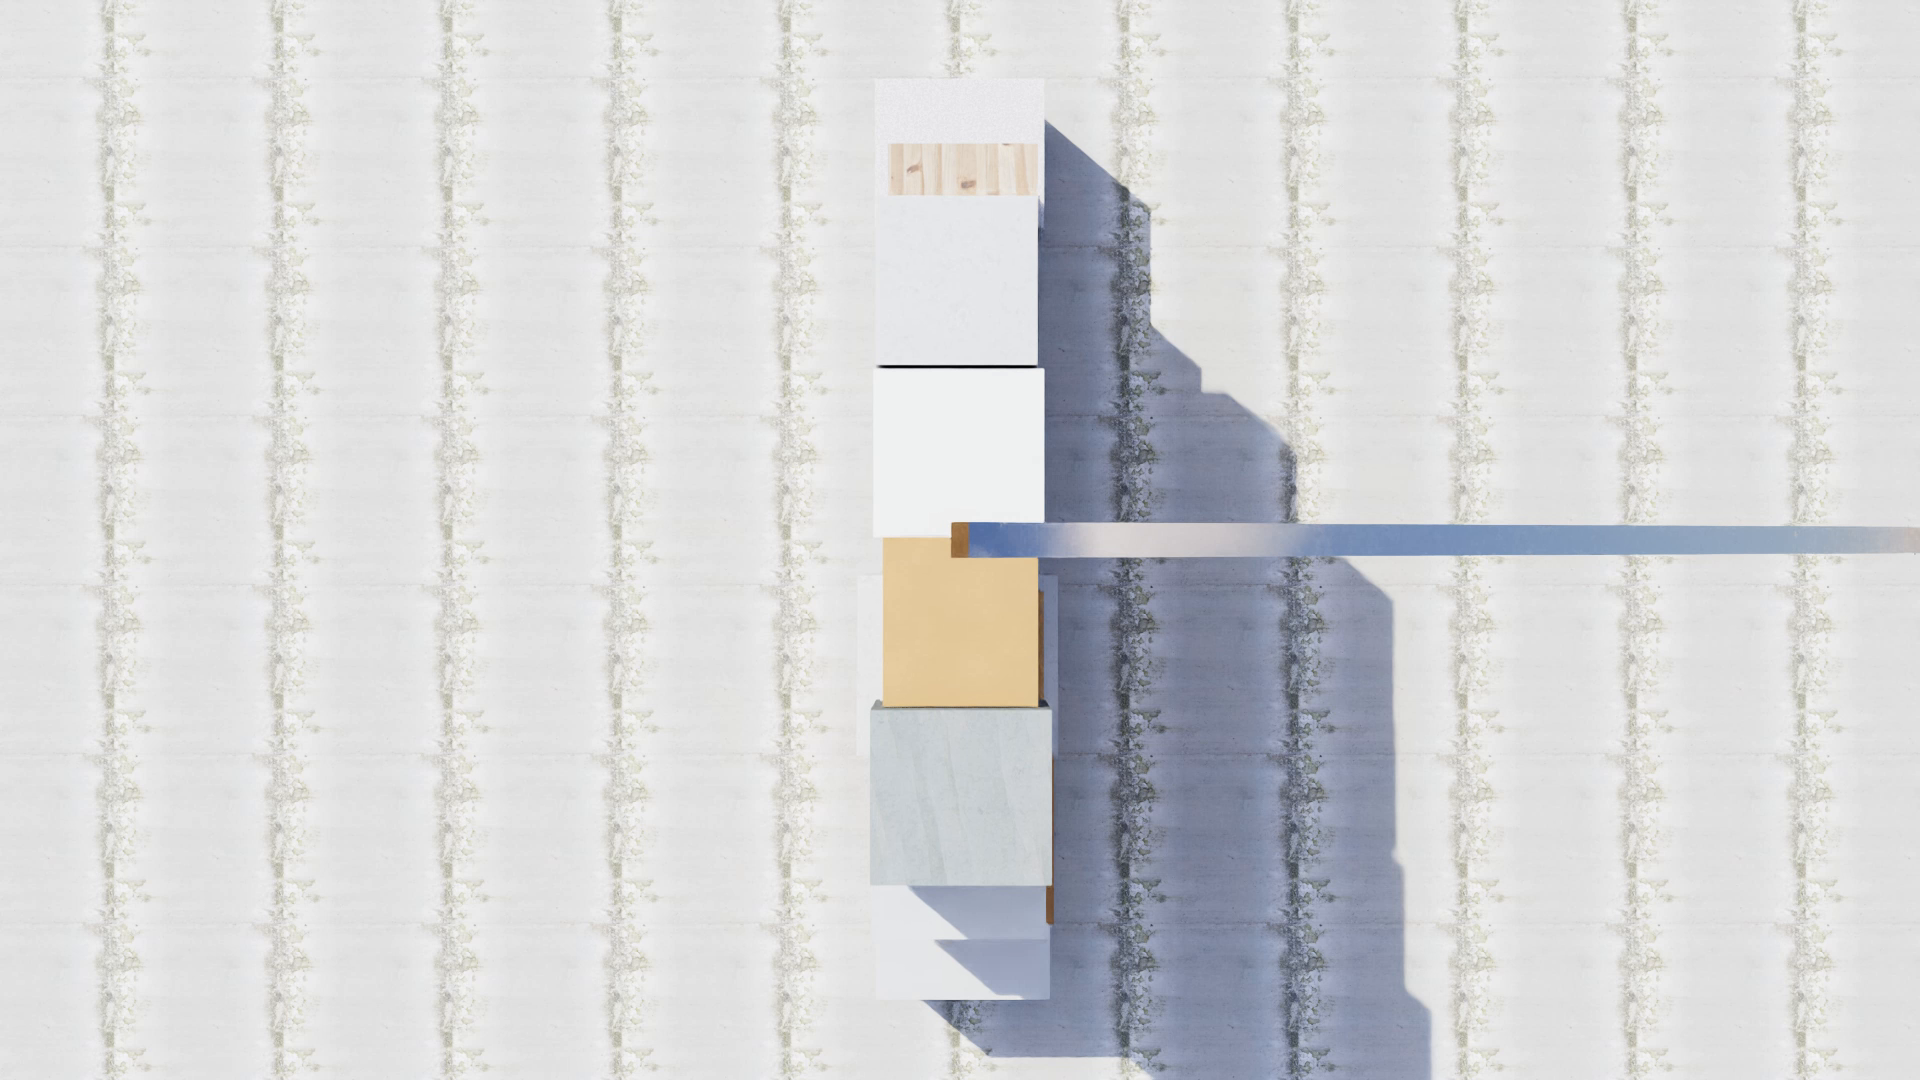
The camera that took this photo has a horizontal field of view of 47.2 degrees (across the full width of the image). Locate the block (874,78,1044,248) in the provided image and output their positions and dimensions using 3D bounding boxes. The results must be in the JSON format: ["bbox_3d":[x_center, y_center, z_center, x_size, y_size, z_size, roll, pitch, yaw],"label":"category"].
[{"bbox_3d":[-0.002,-2.116,12.515,0.926,0.970,0.815,0,90,0],"label":"block"}]

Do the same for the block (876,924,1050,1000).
[{"bbox_3d":[0.017,2.075,12.539,0.954,0.922,0.897,0,90,0],"label":"block"}]

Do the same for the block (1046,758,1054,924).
[{"bbox_3d":[0.015,1.534,11.611,0.922,0.936,0.835,0,89,0],"label":"block"}]

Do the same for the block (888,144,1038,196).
[{"bbox_3d":[0.014,-1.530,10.979,0.729,0.607,0.753,0,85,0],"label":"block"}]

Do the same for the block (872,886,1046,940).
[{"bbox_3d":[-0.005,1.474,10.703,0.813,0.881,0.789,0,89,0],"label":"block"}]

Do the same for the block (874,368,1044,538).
[{"bbox_3d":[-0.005,-0.388,10.209,0.761,0.812,0.751,0,90,0],"label":"block"}]

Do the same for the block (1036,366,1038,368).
[{"bbox_3d":[-0.006,-0.773,10.940,0.763,0.649,0.690,0,90,0],"label":"block"}]

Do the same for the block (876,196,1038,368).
[{"bbox_3d":[-0.015,-1.150,10.197,0.719,0.838,0.750,0,89,0],"label":"block"}]

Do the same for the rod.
[{"bbox_3d":[2.234,0.000,6.250,5.200,0.080,0.080,0,90,-31],"label":"rod"}]

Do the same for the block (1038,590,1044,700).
[{"bbox_3d":[0.019,0.662,10.890,0.761,0.810,0.820,0,90,0],"label":"block"}]

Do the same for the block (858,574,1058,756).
[{"bbox_3d":[-0.012,0.647,11.724,1.031,0.858,0.921,0,90,0],"label":"block"}]

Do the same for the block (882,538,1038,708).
[{"bbox_3d":[0.002,0.364,10.084,0.683,0.801,0.753,0,90,0],"label":"block"}]

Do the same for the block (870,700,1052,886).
[{"bbox_3d":[0.004,1.122,9.902,0.789,0.729,0.759,0,89,0],"label":"block"}]
